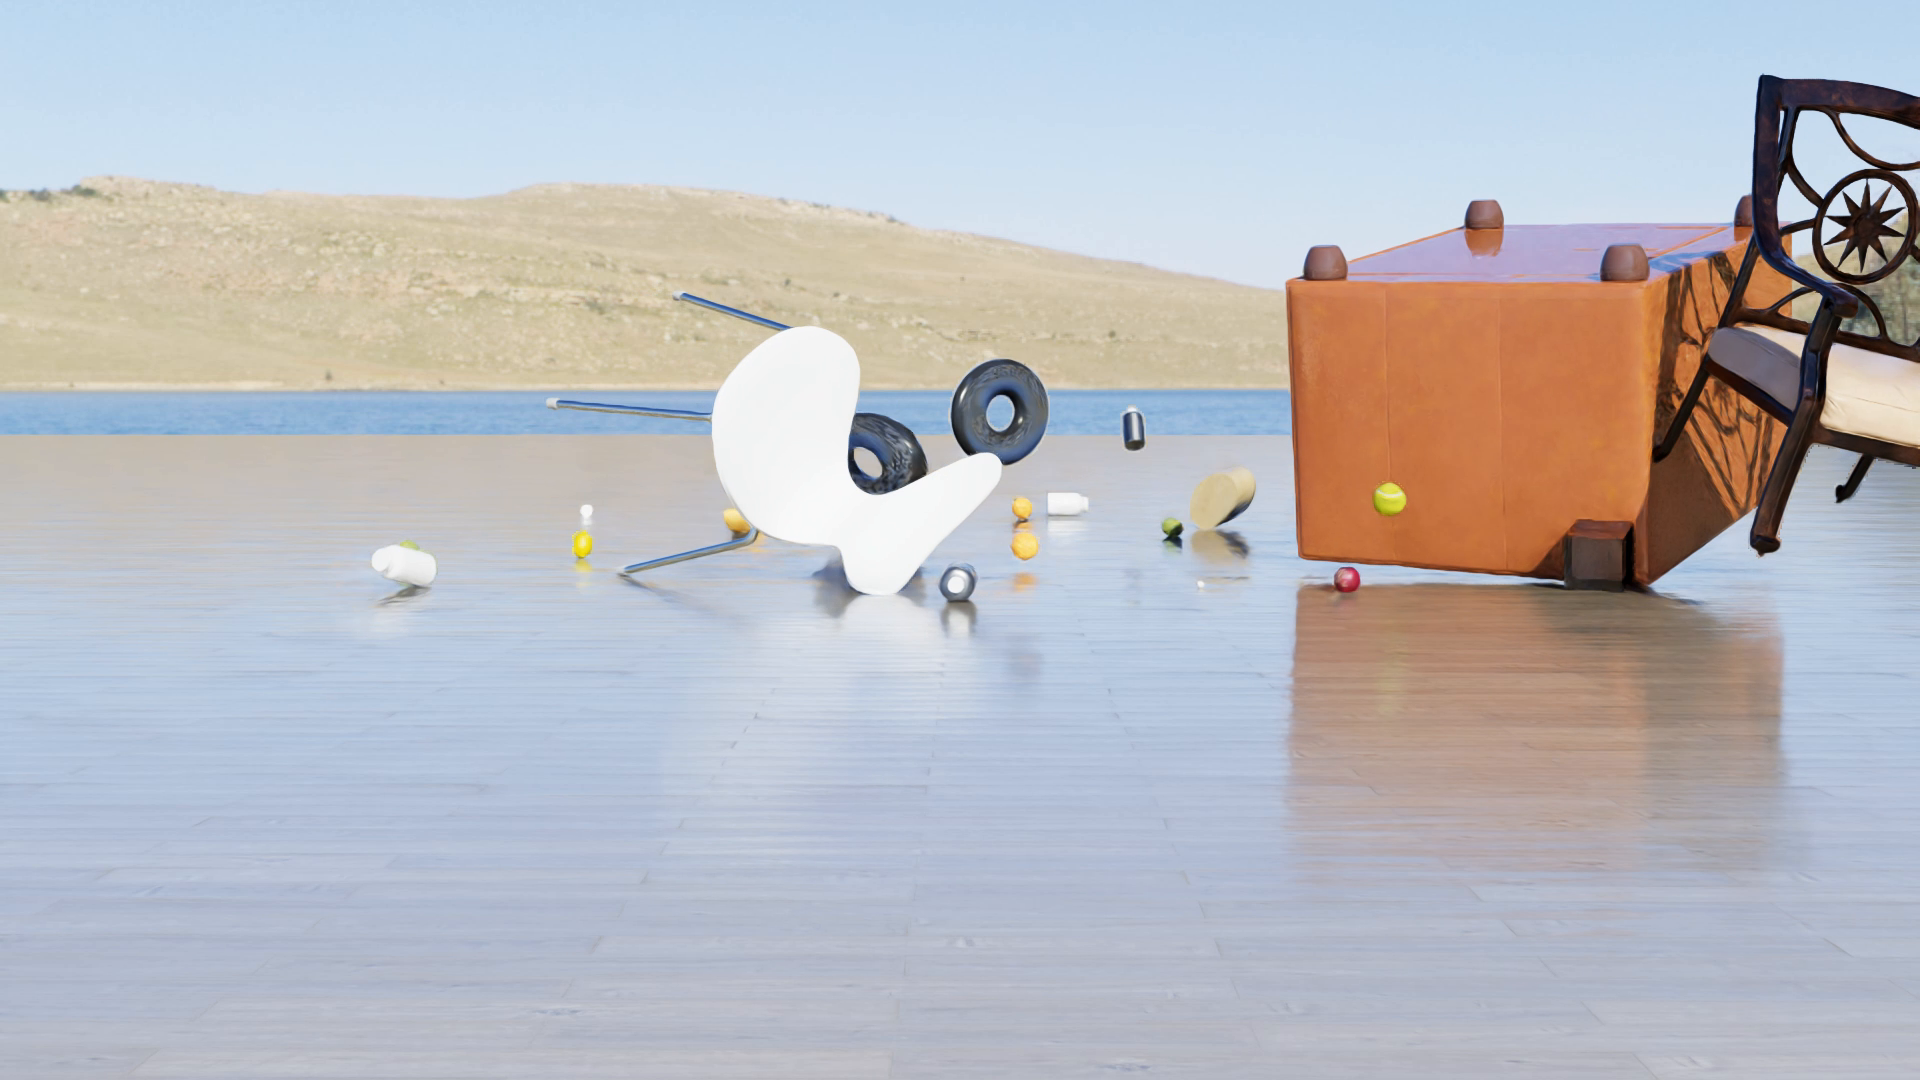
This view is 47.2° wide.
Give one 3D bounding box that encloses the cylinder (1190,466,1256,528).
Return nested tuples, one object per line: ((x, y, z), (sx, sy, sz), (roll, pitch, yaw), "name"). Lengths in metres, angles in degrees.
((0.850, -0.138, 7.118), (0.143, 0.205, 0.144), (44, 29, 16), "cylinder")

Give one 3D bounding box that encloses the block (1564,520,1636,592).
((1.434, 0.034, 4.927), (0.128, 0.122, 0.141), (3, 18, 27), "block")

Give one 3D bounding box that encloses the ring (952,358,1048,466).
((0.118, -0.370, 6.387), (0.389, 0.314, 0.066), (-5, 9, -44), "ring")

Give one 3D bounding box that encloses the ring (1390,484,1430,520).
((1.551, -0.130, 7.584), (0.150, 0.078, 0.094), (-35, -19, -9), "ring")

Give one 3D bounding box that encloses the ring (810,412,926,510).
((-0.283, -0.238, 6.738), (0.109, 0.324, 0.506), (-30, 17, -38), "ring")

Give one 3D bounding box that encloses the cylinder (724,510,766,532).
((-0.669, -0.059, 6.859), (0.092, 0.058, 0.130), (1, -20, 19), "cylinder")
